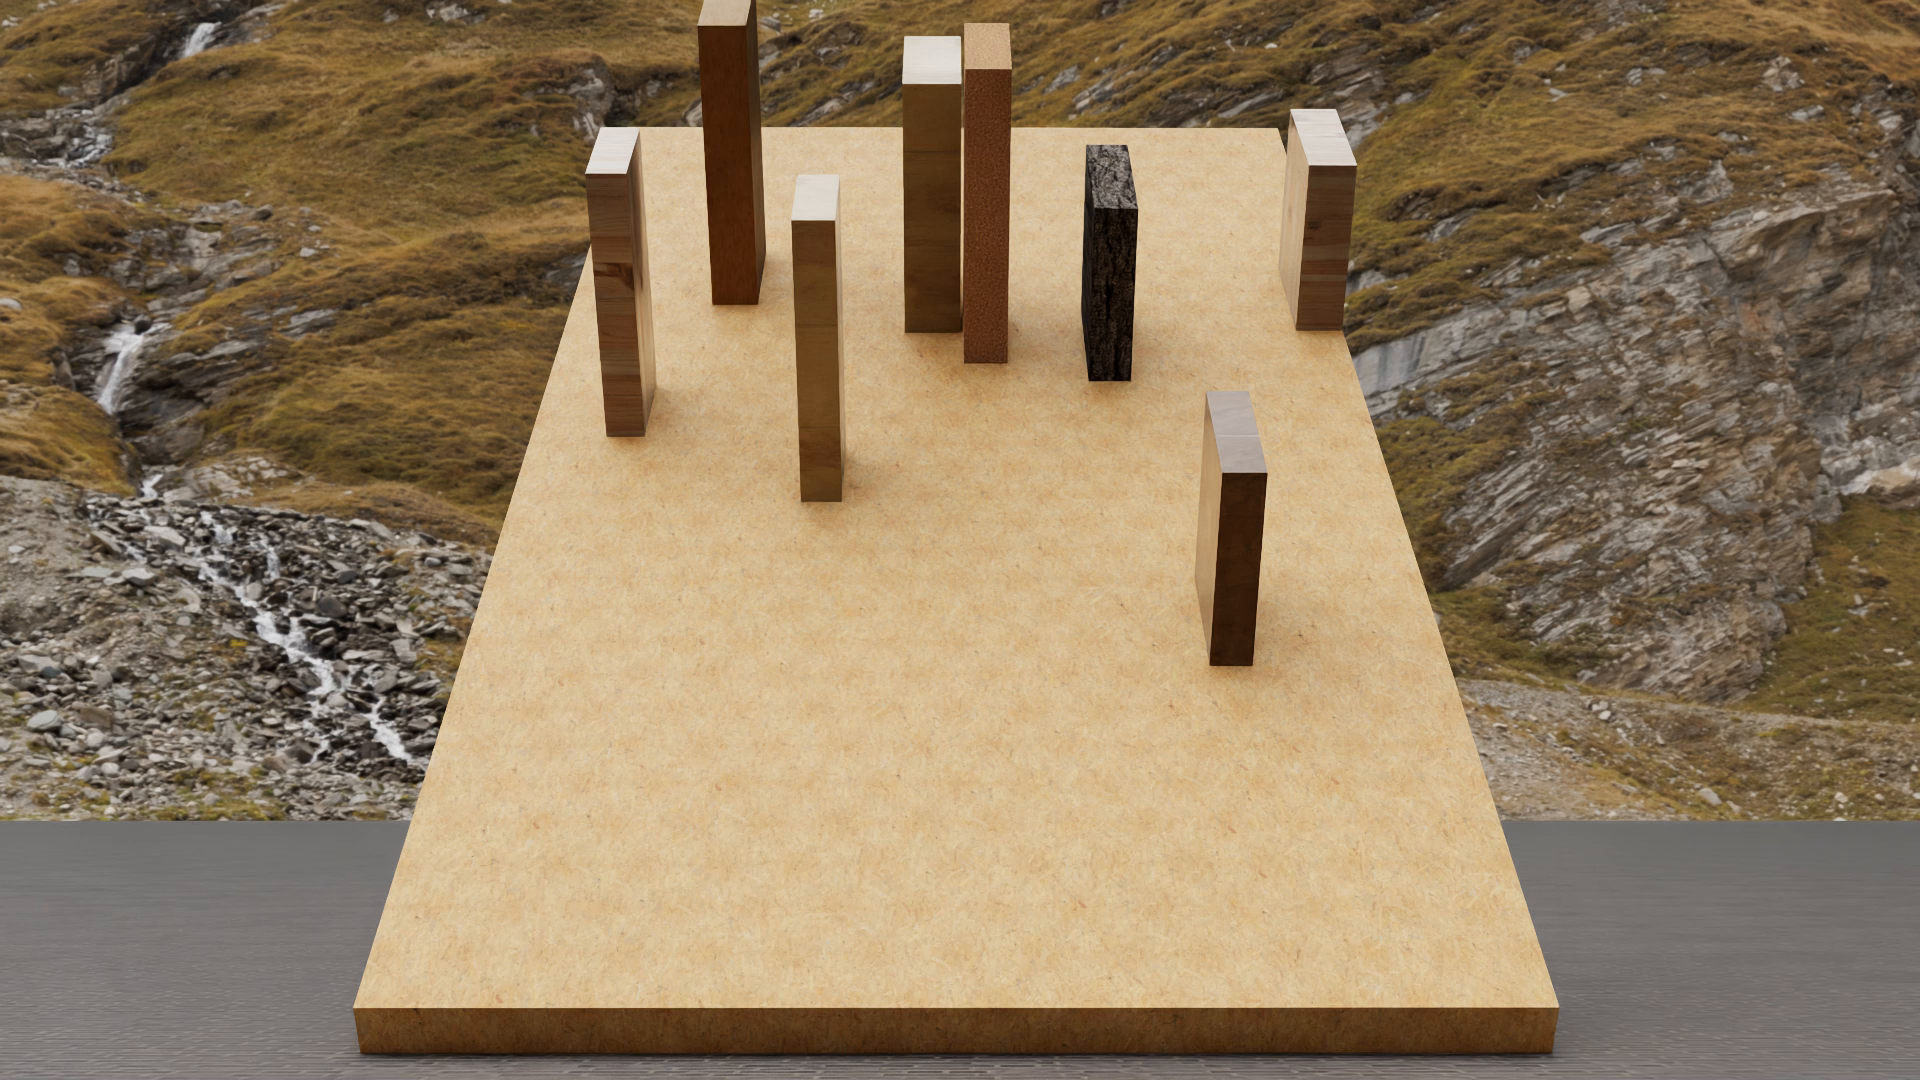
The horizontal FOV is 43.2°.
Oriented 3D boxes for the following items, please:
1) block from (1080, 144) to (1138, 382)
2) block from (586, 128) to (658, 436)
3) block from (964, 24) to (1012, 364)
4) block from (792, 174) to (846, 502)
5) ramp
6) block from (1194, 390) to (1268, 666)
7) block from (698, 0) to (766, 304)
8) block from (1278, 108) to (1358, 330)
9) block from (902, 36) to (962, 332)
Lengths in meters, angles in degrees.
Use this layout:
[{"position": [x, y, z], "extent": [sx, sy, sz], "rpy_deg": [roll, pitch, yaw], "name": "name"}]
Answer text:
[{"position": [0.369, -0.694, 6.048], "extent": [0.104, 0.459, 0.409], "rpy_deg": [0, 31, 0], "name": "block"}, {"position": [-0.789, -0.601, 5.684], "extent": [0.091, 0.664, 0.280], "rpy_deg": [0, 31, 0], "name": "block"}, {"position": [0.065, -0.856, 6.016], "extent": [0.109, 0.768, 0.328], "rpy_deg": [0, 31, 0], "name": "block"}, {"position": [-0.312, -0.445, 5.404], "extent": [0.093, 0.685, 0.252], "rpy_deg": [0, 31, 0], "name": "block"}, {"position": [-0.014, -0.203, 5.767], "extent": [2.000, 0.100, 4.000], "rpy_deg": [0, 31, 0], "name": "ramp"}, {"position": [0.548, -0.026, 4.936], "extent": [0.088, 0.447, 0.344], "rpy_deg": [0, 31, 0], "name": "block"}, {"position": [-0.589, -1.029, 6.315], "extent": [0.119, 0.756, 0.343], "rpy_deg": [0, 31, 0], "name": "block"}, {"position": [0.922, -0.832, 6.290], "extent": [0.119, 0.453, 0.388], "rpy_deg": [0, 31, 0], "name": "block"}, {"position": [-0.070, -0.907, 6.200], "extent": [0.143, 0.667, 0.346], "rpy_deg": [0, 31, 0], "name": "block"}]
